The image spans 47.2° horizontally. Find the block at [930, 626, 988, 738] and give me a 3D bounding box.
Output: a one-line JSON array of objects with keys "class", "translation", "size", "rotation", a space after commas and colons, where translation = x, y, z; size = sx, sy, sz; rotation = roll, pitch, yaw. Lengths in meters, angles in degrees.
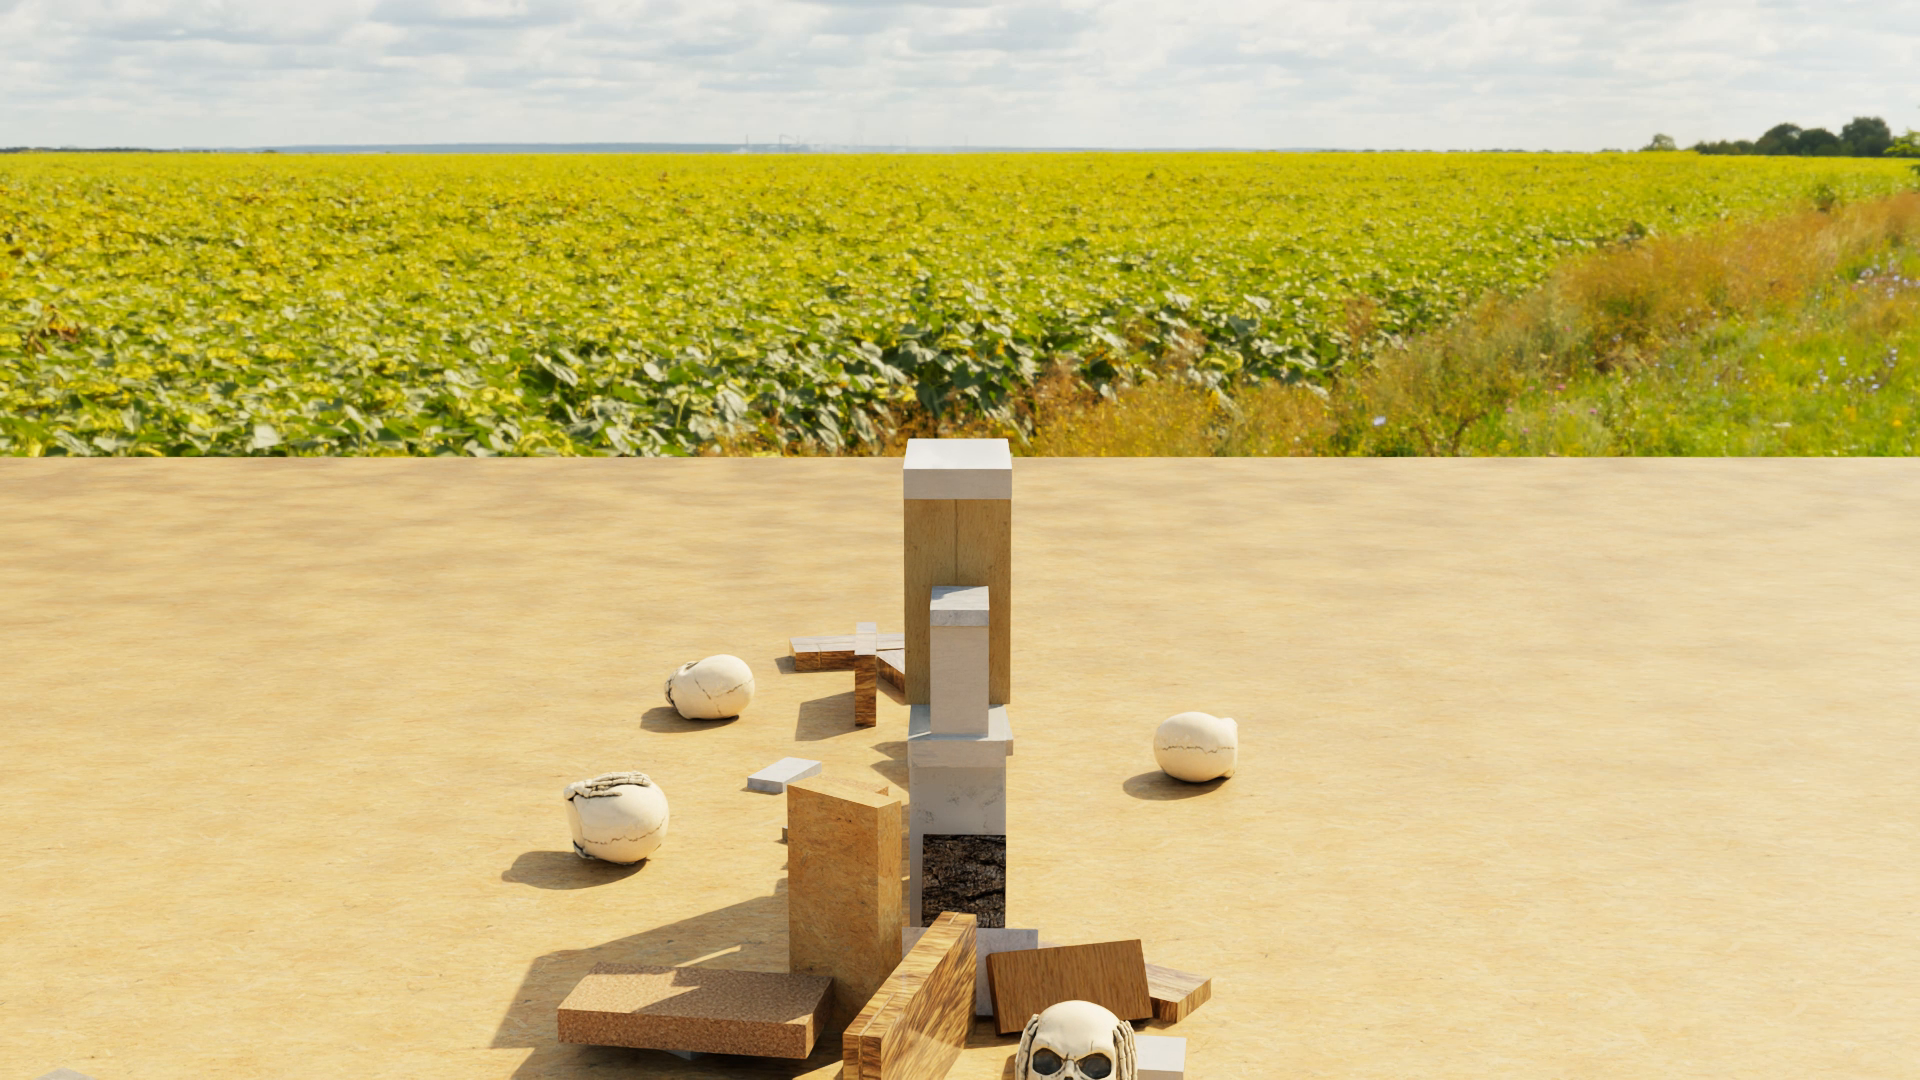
[{"class": "block", "translation": [-0.001, 0.211, 3.350], "size": [0.089, 0.177, 0.025], "rotation": [0, 10, 0]}]

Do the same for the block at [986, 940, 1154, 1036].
[{"class": "block", "translation": [0.155, 0.635, 3.122], "size": [0.223, 0.112, 0.032], "rotation": [-3, -20, -14]}]

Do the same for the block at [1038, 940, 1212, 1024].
[{"class": "block", "translation": [0.201, 0.650, 3.262], "size": [0.325, 0.032, 0.112], "rotation": [6, 12, 31]}]

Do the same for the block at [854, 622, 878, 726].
[{"class": "block", "translation": [-0.206, 0.292, 4.840], "size": [0.045, 0.158, 0.316], "rotation": [0, 11, -2]}]

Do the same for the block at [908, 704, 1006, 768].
[{"class": "block", "translation": [-0.005, 0.298, 3.485], "size": [0.149, 0.042, 0.299], "rotation": [0, 10, 0]}]

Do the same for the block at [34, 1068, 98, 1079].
[{"class": "block", "translation": [-1.151, 0.728, 2.863], "size": [0.158, 0.022, 0.079], "rotation": [6, 12, 31]}]

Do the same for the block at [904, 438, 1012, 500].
[{"class": "block", "translation": [-0.004, -0.119, 3.617], "size": [0.171, 0.048, 0.341], "rotation": [0, 10, 0]}]

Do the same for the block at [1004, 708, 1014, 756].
[{"class": "block", "translation": [0.017, 0.348, 4.518], "size": [0.143, 0.040, 0.285], "rotation": [-4, 31, -7]}]

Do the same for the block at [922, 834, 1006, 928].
[{"class": "block", "translation": [0.005, 0.555, 3.213], "size": [0.122, 0.244, 0.035], "rotation": [0, -14, 2]}]

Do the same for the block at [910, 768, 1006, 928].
[{"class": "block", "translation": [-0.004, 0.483, 3.427], "size": [0.149, 0.299, 0.042], "rotation": [0, 9, 0]}]

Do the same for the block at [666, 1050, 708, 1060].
[{"class": "block", "translation": [-0.424, 0.673, 3.129], "size": [0.244, 0.035, 0.122], "rotation": [9, 14, 39]}]

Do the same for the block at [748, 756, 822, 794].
[{"class": "block", "translation": [-0.343, 0.460, 4.309], "size": [0.078, 0.022, 0.157], "rotation": [5, 12, 24]}]

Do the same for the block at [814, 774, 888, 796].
[{"class": "block", "translation": [-0.224, 0.480, 4.203], "size": [0.157, 0.022, 0.078], "rotation": [6, 12, 30]}]

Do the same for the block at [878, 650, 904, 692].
[{"class": "block", "translation": [-0.078, 0.308, 5.066], "size": [0.158, 0.045, 0.316], "rotation": [-4, 11, -20]}]

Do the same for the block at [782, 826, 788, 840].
[{"class": "block", "translation": [-0.240, 0.520, 3.986], "size": [0.078, 0.022, 0.157], "rotation": [8, 13, 38]}]

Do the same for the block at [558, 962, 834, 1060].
[{"class": "block", "translation": [-0.361, 0.647, 3.037], "size": [0.345, 0.049, 0.172], "rotation": [2, 11, 9]}]

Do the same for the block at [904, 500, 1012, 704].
[{"class": "block", "translation": [-0.004, 0.093, 3.541], "size": [0.171, 0.341, 0.048], "rotation": [0, 10, 0]}]

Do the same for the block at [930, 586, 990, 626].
[{"class": "block", "translation": [0.000, 0.101, 3.390], "size": [0.089, 0.025, 0.177], "rotation": [0, 10, 0]}]

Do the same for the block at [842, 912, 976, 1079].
[{"class": "block", "translation": [-0.060, 0.647, 2.892], "size": [0.049, 0.172, 0.443], "rotation": [3, 11, 15]}]

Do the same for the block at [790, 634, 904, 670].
[{"class": "block", "translation": [-0.245, 0.268, 5.283], "size": [0.316, 0.045, 0.158], "rotation": [-2, 11, -10]}]

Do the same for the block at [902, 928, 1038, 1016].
[{"class": "block", "translation": [-0.010, 0.621, 3.161], "size": [0.244, 0.122, 0.035], "rotation": [0, -14, 2]}]

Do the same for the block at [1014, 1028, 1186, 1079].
[{"class": "block", "translation": [0.192, 0.703, 2.971], "size": [0.223, 0.032, 0.112], "rotation": [1, 11, 8]}]

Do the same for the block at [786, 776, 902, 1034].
[{"class": "block", "translation": [-0.163, 0.521, 3.098], "size": [0.172, 0.345, 0.049], "rotation": [9, 14, 39]}]
